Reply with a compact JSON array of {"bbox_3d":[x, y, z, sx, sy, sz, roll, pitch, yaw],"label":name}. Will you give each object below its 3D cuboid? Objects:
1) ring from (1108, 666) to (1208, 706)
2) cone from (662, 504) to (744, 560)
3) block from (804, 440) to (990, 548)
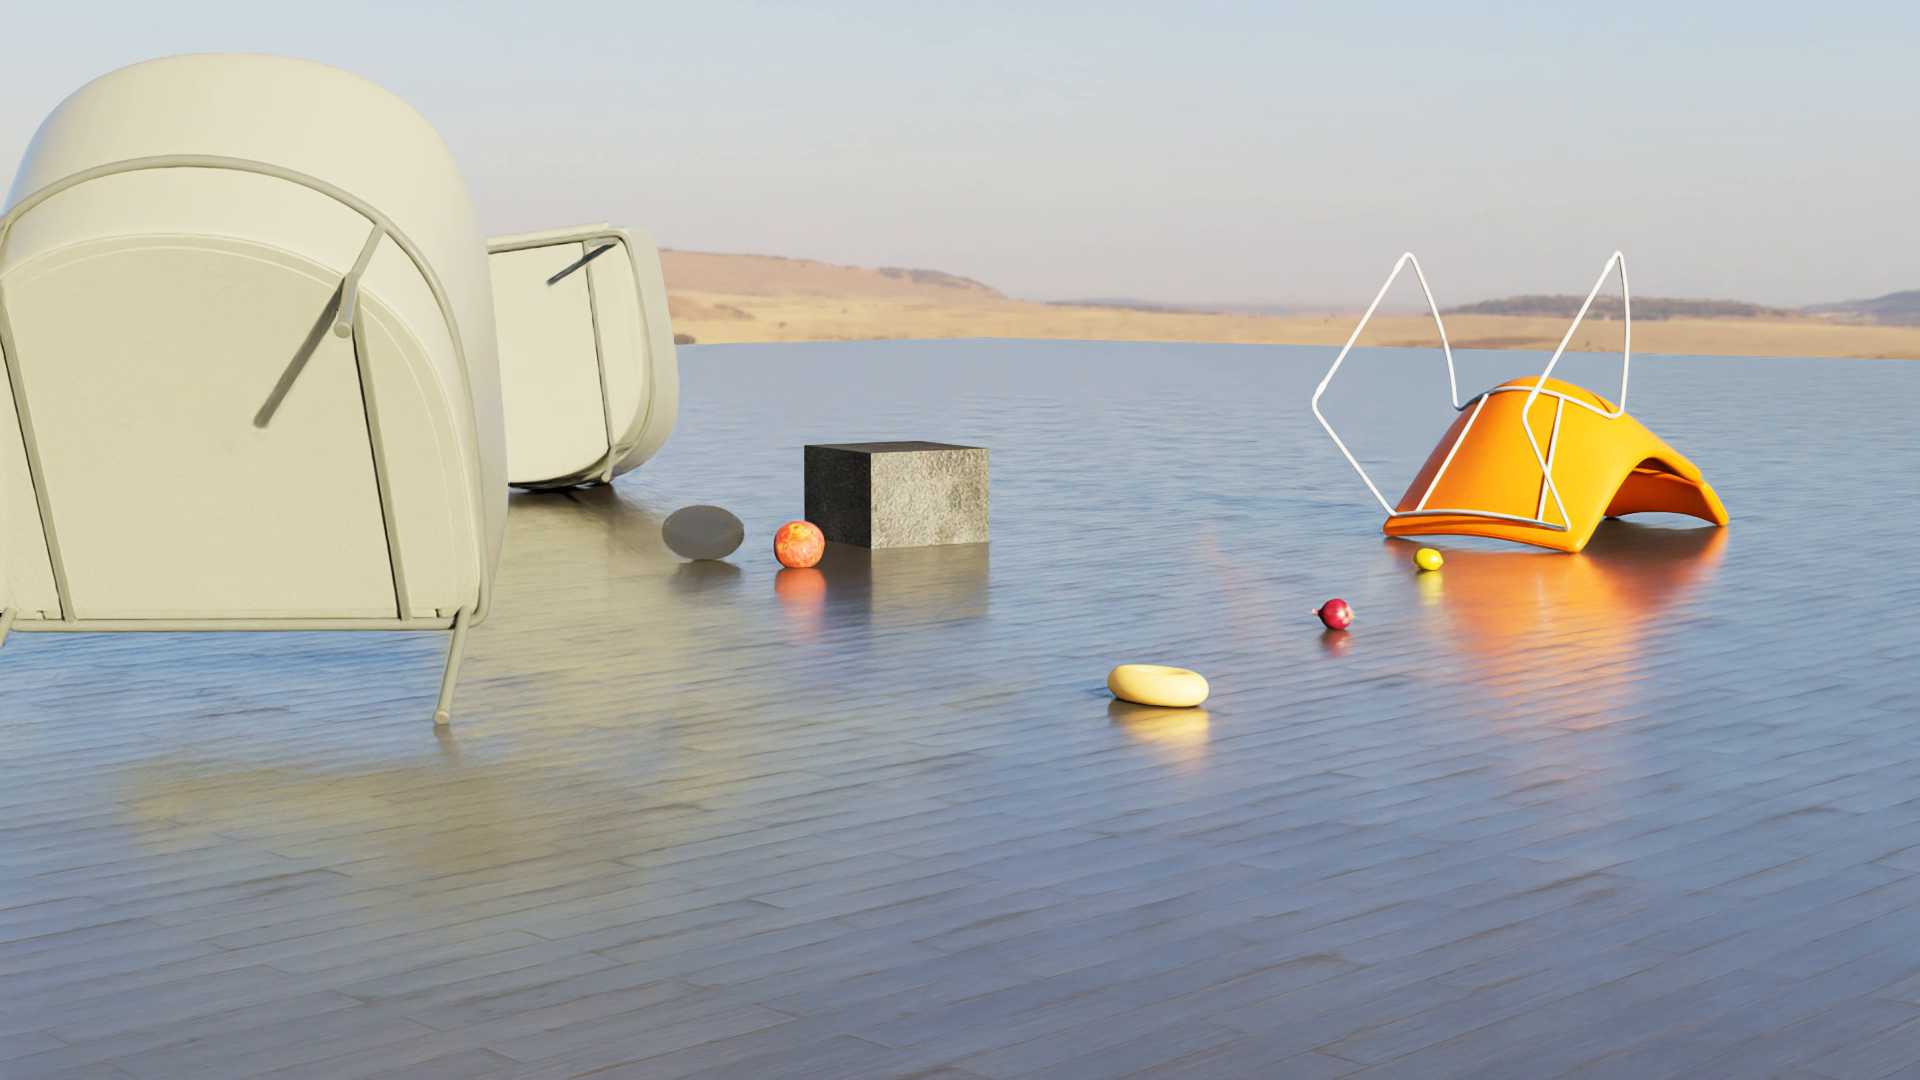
[{"bbox_3d":[0.306,0.226,3.983,0.112,0.049,0.196,-3,6,-39],"label":"ring"},{"bbox_3d":[-0.606,0.009,6.039,0.194,0.074,0.190,-2,44,-10],"label":"cone"},{"bbox_3d":[-0.161,-0.118,6.430,0.334,0.231,0.353,-3,7,-30],"label":"block"}]
